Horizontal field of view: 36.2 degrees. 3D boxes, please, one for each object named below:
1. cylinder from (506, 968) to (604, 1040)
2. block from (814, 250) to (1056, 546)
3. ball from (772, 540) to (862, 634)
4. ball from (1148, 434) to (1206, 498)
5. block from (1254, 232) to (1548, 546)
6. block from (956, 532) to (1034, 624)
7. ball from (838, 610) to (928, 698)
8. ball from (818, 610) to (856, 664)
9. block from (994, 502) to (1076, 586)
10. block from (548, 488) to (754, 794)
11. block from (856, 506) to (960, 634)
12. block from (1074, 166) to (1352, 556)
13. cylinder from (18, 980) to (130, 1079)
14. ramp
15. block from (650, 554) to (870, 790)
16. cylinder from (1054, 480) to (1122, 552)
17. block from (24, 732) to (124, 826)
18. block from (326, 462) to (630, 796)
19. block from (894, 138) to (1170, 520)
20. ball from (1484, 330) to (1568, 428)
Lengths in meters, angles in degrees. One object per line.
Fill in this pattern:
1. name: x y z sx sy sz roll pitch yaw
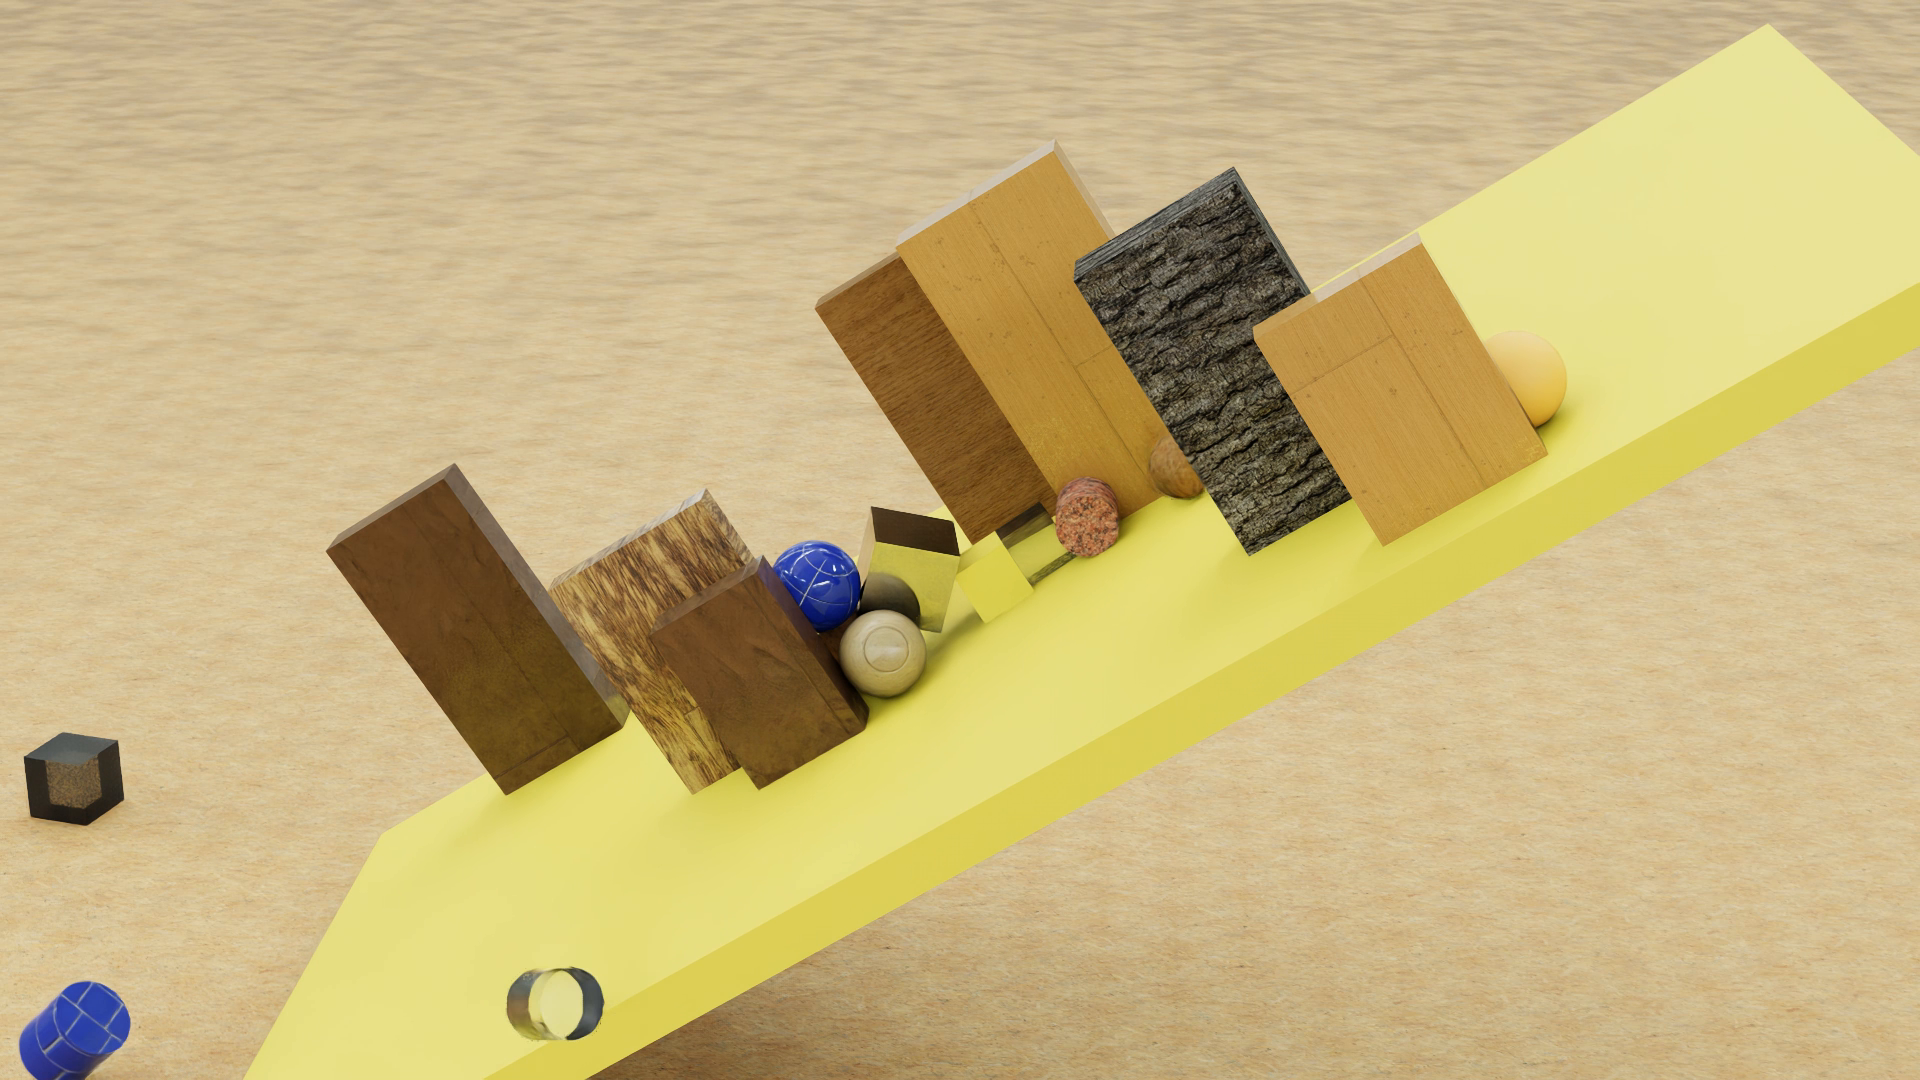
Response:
1. cylinder: -0.760 0.871 5.519 0.134 0.134 0.134 -16 2 -38
2. block: 0.028 -0.344 6.596 0.388 0.690 0.082 -30 15 13
3. ball: -0.308 0.099 6.217 0.198 0.198 0.198 0 20 0
4. ball: 0.465 -0.156 6.167 0.139 0.139 0.139 0 20 0
5. block: 0.783 -0.266 5.232 0.336 0.453 0.084 -30 15 13
6. block: 0.064 0.080 6.294 0.125 0.125 0.125 -33 15 1
7. ball: -0.162 0.238 6.155 0.185 0.185 0.185 0 20 0
8. ball: -0.216 0.220 6.330 0.182 0.182 0.182 0 20 0
9. block: 0.162 0.008 6.331 0.117 0.117 0.117 -34 15 1
10. block: -0.561 0.222 6.323 0.398 0.553 0.083 -30 15 13
11. block: -0.116 0.063 6.281 0.183 0.183 0.183 10 23 -10
12. block: 0.536 -0.337 5.605 0.352 0.641 0.150 -30 15 13
13. cylinder: -1.988 1.111 6.605 0.179 0.179 0.179 -40 -4 34
14. ramp: 0.140 0.170 6.292 4.000 0.100 2.000 -30 15 13
15. block: -0.415 0.277 6.128 0.268 0.408 0.109 -30 15 13
16. cylinder: 0.270 -0.050 6.254 0.134 0.134 0.134 -1 10 -3
17. block: -2.407 0.648 7.995 0.178 0.178 0.178 7 21 17
18. block: -1.175 0.224 7.207 0.357 0.756 0.120 -30 15 13
19. block: 0.236 -0.422 6.265 0.391 0.762 0.120 -30 15 13
20. ball: 1.011 -0.289 5.352 0.185 0.185 0.185 0 20 0
